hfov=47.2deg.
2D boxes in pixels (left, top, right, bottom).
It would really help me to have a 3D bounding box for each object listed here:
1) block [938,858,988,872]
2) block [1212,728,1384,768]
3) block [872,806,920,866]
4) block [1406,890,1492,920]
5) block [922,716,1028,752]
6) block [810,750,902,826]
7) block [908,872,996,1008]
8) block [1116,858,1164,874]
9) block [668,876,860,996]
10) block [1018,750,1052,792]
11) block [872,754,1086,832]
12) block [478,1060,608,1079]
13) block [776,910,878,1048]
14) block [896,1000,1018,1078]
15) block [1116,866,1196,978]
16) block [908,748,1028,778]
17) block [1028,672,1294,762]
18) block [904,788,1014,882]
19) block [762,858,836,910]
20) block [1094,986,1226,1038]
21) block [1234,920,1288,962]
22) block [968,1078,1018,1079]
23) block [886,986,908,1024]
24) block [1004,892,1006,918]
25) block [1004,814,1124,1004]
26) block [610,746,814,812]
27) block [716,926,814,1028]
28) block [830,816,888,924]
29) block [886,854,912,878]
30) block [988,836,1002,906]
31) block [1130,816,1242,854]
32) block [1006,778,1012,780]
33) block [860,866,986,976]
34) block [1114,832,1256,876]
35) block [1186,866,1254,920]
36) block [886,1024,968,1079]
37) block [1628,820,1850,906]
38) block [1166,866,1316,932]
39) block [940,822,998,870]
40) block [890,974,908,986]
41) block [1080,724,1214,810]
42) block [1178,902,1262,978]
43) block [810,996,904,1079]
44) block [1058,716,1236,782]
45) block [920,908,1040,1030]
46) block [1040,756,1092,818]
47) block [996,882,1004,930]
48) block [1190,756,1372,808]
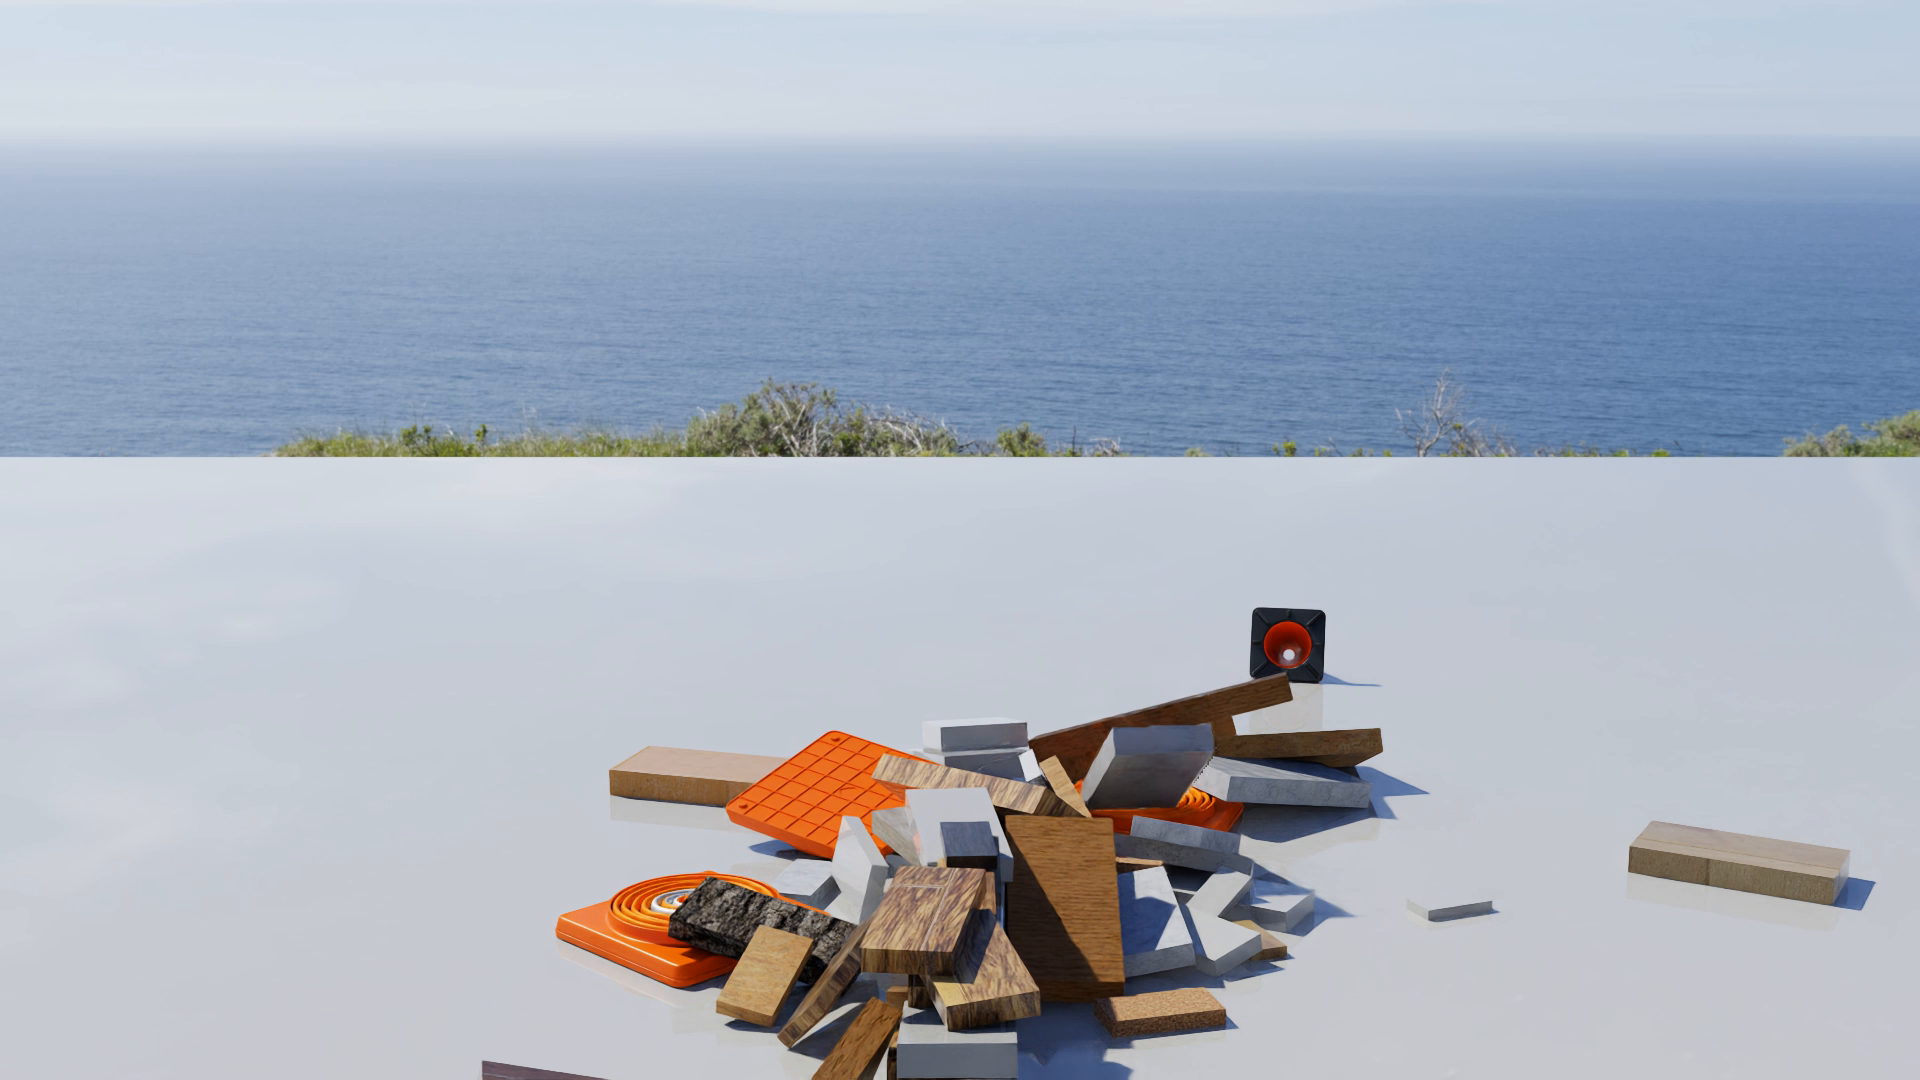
[{"bbox_3d":[0.004,0.496,3.117,0.073,0.021,0.146,0,21,0],"label":"block"},{"bbox_3d":[0.640,0.414,4.305,0.331,0.047,0.166,-2,-15,-10],"label":"block"},{"bbox_3d":[-0.035,0.483,3.540,0.128,0.036,0.256,-6,13,-24],"label":"block"},{"bbox_3d":[0.799,0.596,3.592,0.122,0.017,0.061,-4,11,-21],"label":"block"},{"bbox_3d":[0.026,0.385,4.365,0.168,0.048,0.336,-3,-2,-7],"label":"block"},{"bbox_3d":[-0.195,0.469,4.192,0.168,0.048,0.336,0,11,-1],"label":"block"},{"bbox_3d":[-0.010,0.536,2.969,0.120,0.034,0.239,0,29,-1],"label":"block"},{"bbox_3d":[0.245,0.562,3.589,0.170,0.085,0.024,3,11,14],"label":"block"},{"bbox_3d":[-0.281,0.596,3.321,0.289,0.037,0.130,15,25,16],"label":"block"},{"bbox_3d":[0.148,0.449,3.965,0.028,0.099,0.199,-27,8,1],"label":"block"},{"bbox_3d":[0.045,0.444,3.669,0.167,0.047,0.429,40,-21,-33],"label":"block"},{"bbox_3d":[-0.430,0.710,2.677,0.314,0.044,0.157,13,8,-15],"label":"block"},{"bbox_3d":[-0.172,0.619,3.155,0.024,0.085,0.290,44,29,-1],"label":"block"},{"bbox_3d":[-0.002,0.627,2.773,0.144,0.041,0.289,0,-2,0],"label":"block"},{"bbox_3d":[0.276,0.591,3.411,0.130,0.037,0.259,-11,18,-1],"label":"block"},{"bbox_3d":[0.017,0.426,4.212,0.168,0.048,0.336,-2,-2,-13],"label":"block"},{"bbox_3d":[0.392,0.347,4.272,0.509,0.050,0.176,-15,-4,8],"label":"block"},{"bbox_3d":[-0.004,0.452,3.381,0.130,0.037,0.259,-1,18,-9],"label":"block"},{"bbox_3d":[-0.262,0.575,3.683,0.085,0.024,0.170,3,11,15],"label":"block"},{"bbox_3d":[0.286,0.675,3.146,0.169,0.024,0.085,-3,11,-15],"label":"block"},{"bbox_3d":[0.454,0.625,3.434,0.061,0.017,0.122,-4,11,-20],"label":"block"},{"bbox_3d":[0.016,0.725,2.552,0.126,0.036,0.253,-2,27,-3],"label":"block"},{"bbox_3d":[-0.017,0.639,3.067,0.144,0.041,0.289,1,-6,4],"label":"block"},{"bbox_3d":[0.118,0.582,3.644,0.085,0.024,0.193,1,11,3],"label":"block"},{"bbox_3d":[0.154,0.553,3.321,0.167,0.047,0.335,2,37,-1],"label":"block"},{"bbox_3d":[-0.477,0.458,4.243,0.353,0.050,0.176,3,11,17],"label":"block"},{"bbox_3d":[-0.282,0.631,3.189,0.085,0.024,0.169,13,33,12],"label":"block"},{"bbox_3d":[-0.166,0.539,3.603,0.029,0.101,0.202,9,13,-19],"label":"block"},{"bbox_3d":[-0.031,0.541,3.634,0.128,0.036,0.256,2,-6,13],"label":"block"},{"bbox_3d":[0.022,0.481,3.210,0.073,0.021,0.154,0,24,-1],"label":"block"},{"bbox_3d":[0.383,0.498,3.712,0.121,0.034,0.241,7,-7,23],"label":"block"},{"bbox_3d":[0.018,0.464,4.109,0.099,0.028,0.199,-2,-6,-19],"label":"block"},{"bbox_3d":[-0.046,0.497,2.887,0.120,0.034,0.239,0,17,11],"label":"block"},{"bbox_3d":[0.370,0.528,3.683,0.241,0.034,0.121,9,-7,10],"label":"block"},{"bbox_3d":[0.411,0.577,3.531,0.061,0.017,0.122,16,45,40],"label":"block"},{"bbox_3d":[-0.019,0.671,2.861,0.144,0.041,0.289,0,-2,0],"label":"block"},{"bbox_3d":[1.331,0.549,3.760,0.331,0.047,0.166,6,12,30],"label":"block"},{"bbox_3d":[0.444,0.586,3.598,0.241,0.034,0.121,6,12,31],"label":"block"},{"bbox_3d":[0.012,0.445,3.205,0.073,0.021,0.146,-1,12,-4],"label":"block"},{"bbox_3d":[-0.017,0.609,3.158,0.141,0.040,0.282,1,-6,3],"label":"block"},{"bbox_3d":[0.319,0.395,3.794,0.167,0.047,0.335,-2,-23,-7],"label":"block"},{"bbox_3d":[0.358,0.614,3.406,0.101,0.029,0.203,-22,21,-35],"label":"block"},{"bbox_3d":[-0.160,0.691,2.682,0.044,0.157,0.314,26,15,8],"label":"block"},{"bbox_3d":[0.368,0.410,4.346,0.353,0.050,0.176,-11,-5,-46],"label":"block"},{"bbox_3d":[0.012,0.549,2.825,0.120,0.034,0.239,-7,17,-13],"label":"block"},{"bbox_3d":[0.204,0.480,3.818,0.034,0.118,0.237,-27,25,-3],"label":"block"},{"bbox_3d":[-0.008,0.539,3.173,0.141,0.040,0.282,0,6,1],"label":"block"},{"bbox_3d":[0.588,0.452,4.122,0.331,0.047,0.166,6,6,-30],"label":"block"}]
